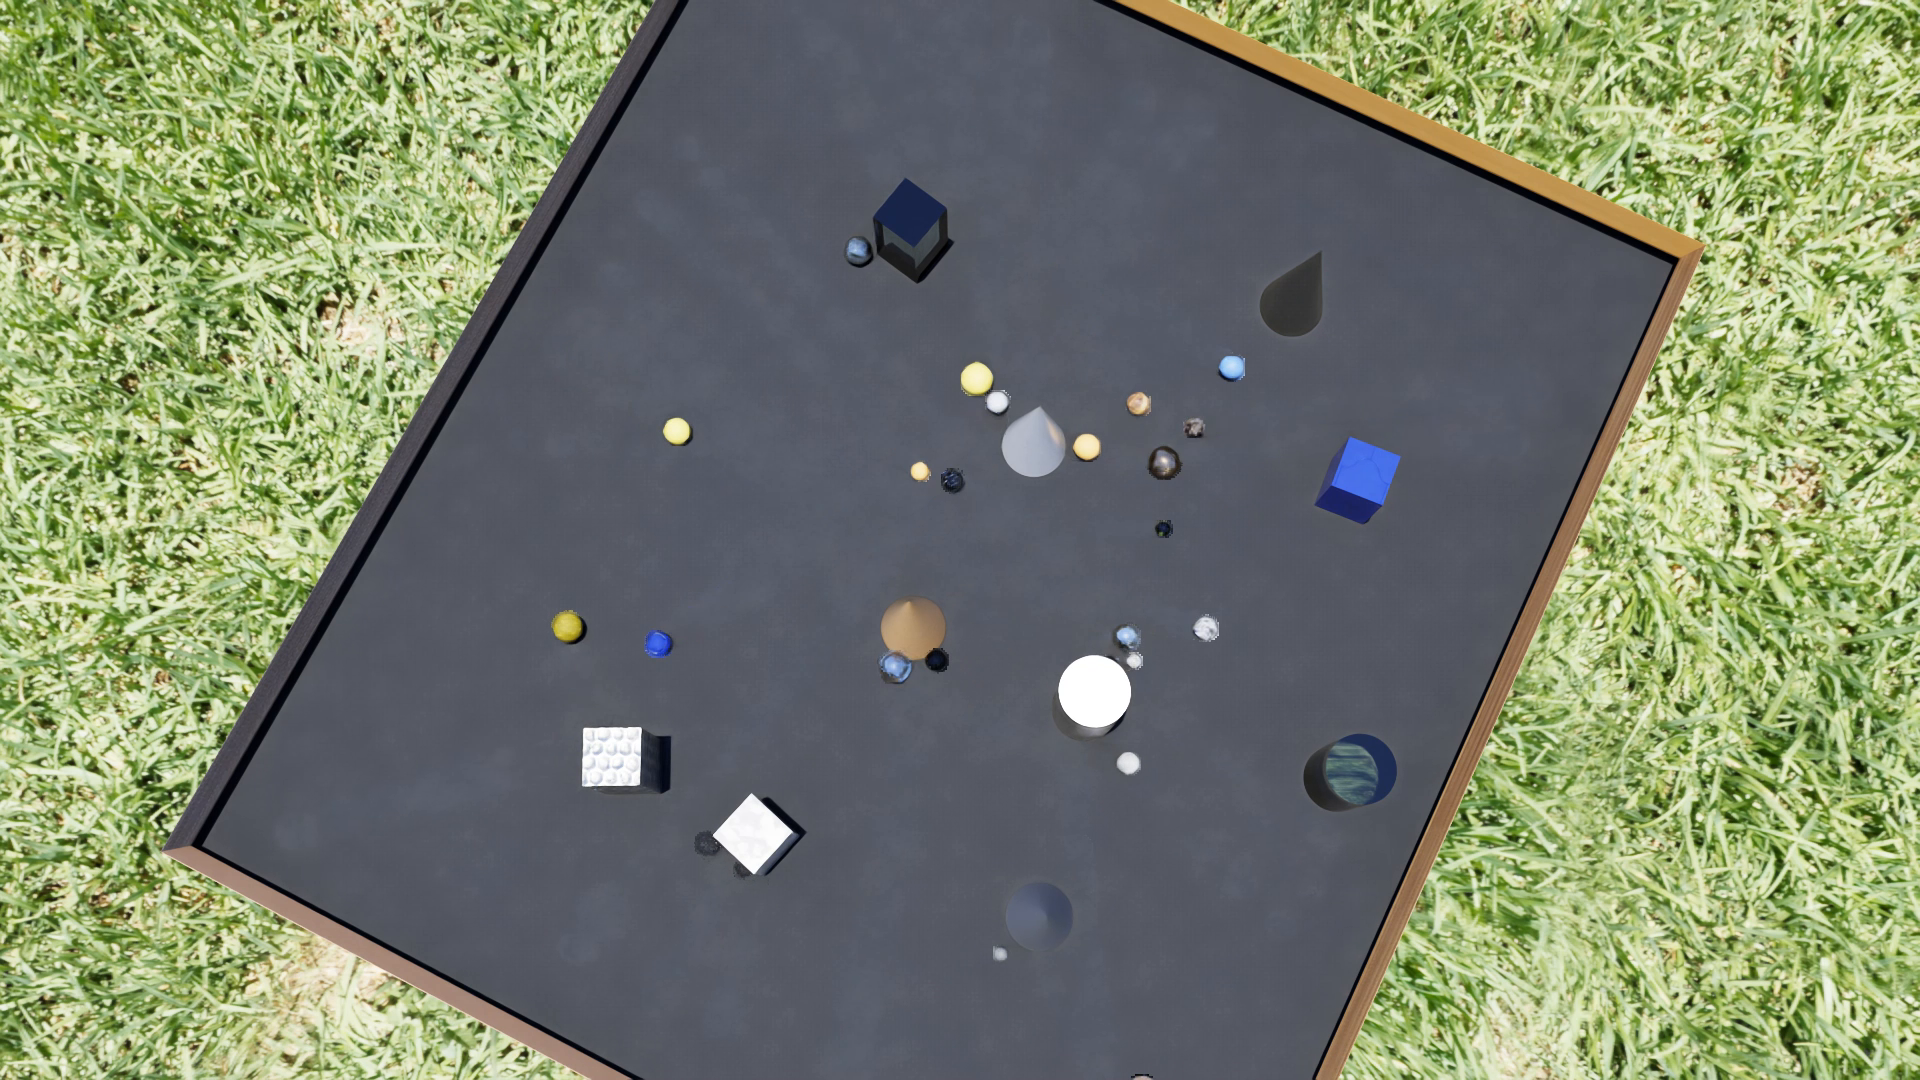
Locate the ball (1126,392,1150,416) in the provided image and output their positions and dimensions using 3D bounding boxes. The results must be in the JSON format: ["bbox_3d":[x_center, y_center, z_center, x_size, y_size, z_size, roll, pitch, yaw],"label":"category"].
[{"bbox_3d":[0.551,-0.421,5.668,0.070,0.070,0.070,0,78,0],"label":"ball"}]

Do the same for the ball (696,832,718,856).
[{"bbox_3d":[-0.744,0.896,5.397,0.066,0.066,0.066,0,78,0],"label":"ball"}]

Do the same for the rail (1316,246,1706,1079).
[{"bbox_3d":[1.458,0.721,5.400,0.045,0.129,3.728,26,80,5],"label":"rail"}]

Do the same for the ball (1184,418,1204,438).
[{"bbox_3d":[0.725,-0.347,5.658,0.060,0.060,0.060,0,78,0],"label":"ball"}]

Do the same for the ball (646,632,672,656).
[{"bbox_3d":[-0.907,0.313,5.514,0.074,0.074,0.074,0,78,0],"label":"ball"}]

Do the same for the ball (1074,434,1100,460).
[{"bbox_3d":[0.390,-0.286,5.634,0.081,0.081,0.081,0,78,0],"label":"ball"}]

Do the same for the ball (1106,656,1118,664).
[{"bbox_3d":[0.451,0.372,5.517,0.045,0.045,0.045,0,78,0],"label":"ball"}]

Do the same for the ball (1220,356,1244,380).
[{"bbox_3d":[0.844,-0.536,5.689,0.076,0.076,0.076,0,78,0],"label":"ball"}]

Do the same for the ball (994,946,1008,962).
[{"bbox_3d":[0.120,1.208,5.345,0.042,0.042,0.042,0,78,0],"label":"ball"}]

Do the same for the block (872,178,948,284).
[{"bbox_3d":[-0.150,-0.950,5.652,0.159,0.316,0.159,37,81,7],"label":"block"}]

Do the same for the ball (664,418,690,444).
[{"bbox_3d":[-0.871,-0.335,5.644,0.082,0.082,0.082,0,78,0],"label":"ball"}]

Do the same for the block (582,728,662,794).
[{"bbox_3d":[-0.971,0.642,5.292,0.159,0.376,0.159,-1,78,0],"label":"block"}]

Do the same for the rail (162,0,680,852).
[{"bbox_3d":[-1.458,-0.707,5.696,0.045,0.129,3.728,26,80,5],"label":"rail"}]

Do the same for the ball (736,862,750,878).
[{"bbox_3d":[-0.638,0.968,5.392,0.048,0.048,0.048,0,78,0],"label":"ball"}]

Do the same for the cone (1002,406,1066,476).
[{"bbox_3d":[0.229,-0.337,5.457,0.199,0.449,0.199,0,78,0],"label":"cone"}]

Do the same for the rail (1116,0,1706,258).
[{"bbox_3d":[0.823,-1.605,5.882,3.307,0.129,0.045,26,80,5],"label":"rail"}]

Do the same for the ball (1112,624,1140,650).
[{"bbox_3d":[0.499,0.291,5.516,0.080,0.080,0.080,0,78,0],"label":"ball"}]

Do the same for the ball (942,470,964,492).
[{"bbox_3d":[-0.021,-0.181,5.621,0.065,0.065,0.065,0,78,0],"label":"ball"}]

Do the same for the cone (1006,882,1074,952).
[{"bbox_3d":[0.234,1.059,5.154,0.199,0.477,0.199,0,78,0],"label":"cone"}]

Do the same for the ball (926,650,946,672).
[{"bbox_3d":[-0.072,0.362,5.509,0.065,0.065,0.065,0,78,0],"label":"ball"}]

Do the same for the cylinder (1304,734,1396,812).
[{"bbox_3d":[1.124,0.677,5.300,0.199,0.346,0.199,0,78,0],"label":"cylinder"}]

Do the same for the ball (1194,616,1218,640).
[{"bbox_3d":[0.740,0.267,5.526,0.070,0.070,0.070,0,78,0],"label":"ball"}]

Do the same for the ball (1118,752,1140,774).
[{"bbox_3d":[0.500,0.662,5.446,0.066,0.066,0.066,0,78,0],"label":"ball"}]

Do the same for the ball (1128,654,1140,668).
[{"bbox_3d":[0.524,0.366,5.520,0.041,0.041,0.041,0,78,0],"label":"ball"}]

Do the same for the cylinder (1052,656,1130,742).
[{"bbox_3d":[0.375,0.464,5.305,0.199,0.422,0.199,0,78,0],"label":"cylinder"}]

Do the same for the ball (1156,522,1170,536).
[{"bbox_3d":[0.621,-0.034,5.600,0.046,0.046,0.046,0,78,0],"label":"ball"}]

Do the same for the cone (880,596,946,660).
[{"bbox_3d":[-0.141,0.218,5.333,0.199,0.468,0.199,0,78,0],"label":"cone"}]

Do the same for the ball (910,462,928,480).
[{"bbox_3d":[-0.123,-0.211,5.632,0.055,0.055,0.055,0,78,0],"label":"ball"}]

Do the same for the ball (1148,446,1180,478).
[{"bbox_3d":[0.627,-0.238,5.616,0.097,0.097,0.097,0,78,0],"label":"ball"}]

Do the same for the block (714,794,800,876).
[{"bbox_3d":[-0.585,0.855,5.301,0.159,0.271,0.159,42,81,8],"label":"block"}]

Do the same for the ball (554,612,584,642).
[{"bbox_3d":[-1.179,0.264,5.516,0.089,0.089,0.089,0,78,0],"label":"ball"}]

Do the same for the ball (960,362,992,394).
[{"bbox_3d":[0.052,-0.499,5.669,0.100,0.100,0.100,0,78,0],"label":"ball"}]

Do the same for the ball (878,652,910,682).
[{"bbox_3d":[-0.195,0.380,5.489,0.095,0.095,0.095,0,78,0],"label":"ball"}]

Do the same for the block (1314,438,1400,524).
[{"bbox_3d":[1.194,-0.176,5.516,0.159,0.268,0.159,22,79,4],"label":"block"}]

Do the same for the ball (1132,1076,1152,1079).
[{"bbox_3d":[0.523,1.583,5.238,0.099,0.099,0.099,0,78,0],"label":"ball"}]

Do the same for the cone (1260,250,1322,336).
[{"bbox_3d":[1.043,-0.785,5.526,0.199,0.496,0.199,0,78,0],"label":"cone"}]

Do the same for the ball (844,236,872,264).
[{"bbox_3d":[-0.320,-0.912,5.760,0.089,0.089,0.089,0,78,0],"label":"ball"}]

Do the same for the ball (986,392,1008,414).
[{"bbox_3d":[0.116,-0.425,5.663,0.068,0.068,0.068,0,78,0],"label":"ball"}]

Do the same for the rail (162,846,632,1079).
[{"bbox_3d":[-0.823,1.619,5.214,3.307,0.129,0.045,26,80,5],"label":"rail"}]
